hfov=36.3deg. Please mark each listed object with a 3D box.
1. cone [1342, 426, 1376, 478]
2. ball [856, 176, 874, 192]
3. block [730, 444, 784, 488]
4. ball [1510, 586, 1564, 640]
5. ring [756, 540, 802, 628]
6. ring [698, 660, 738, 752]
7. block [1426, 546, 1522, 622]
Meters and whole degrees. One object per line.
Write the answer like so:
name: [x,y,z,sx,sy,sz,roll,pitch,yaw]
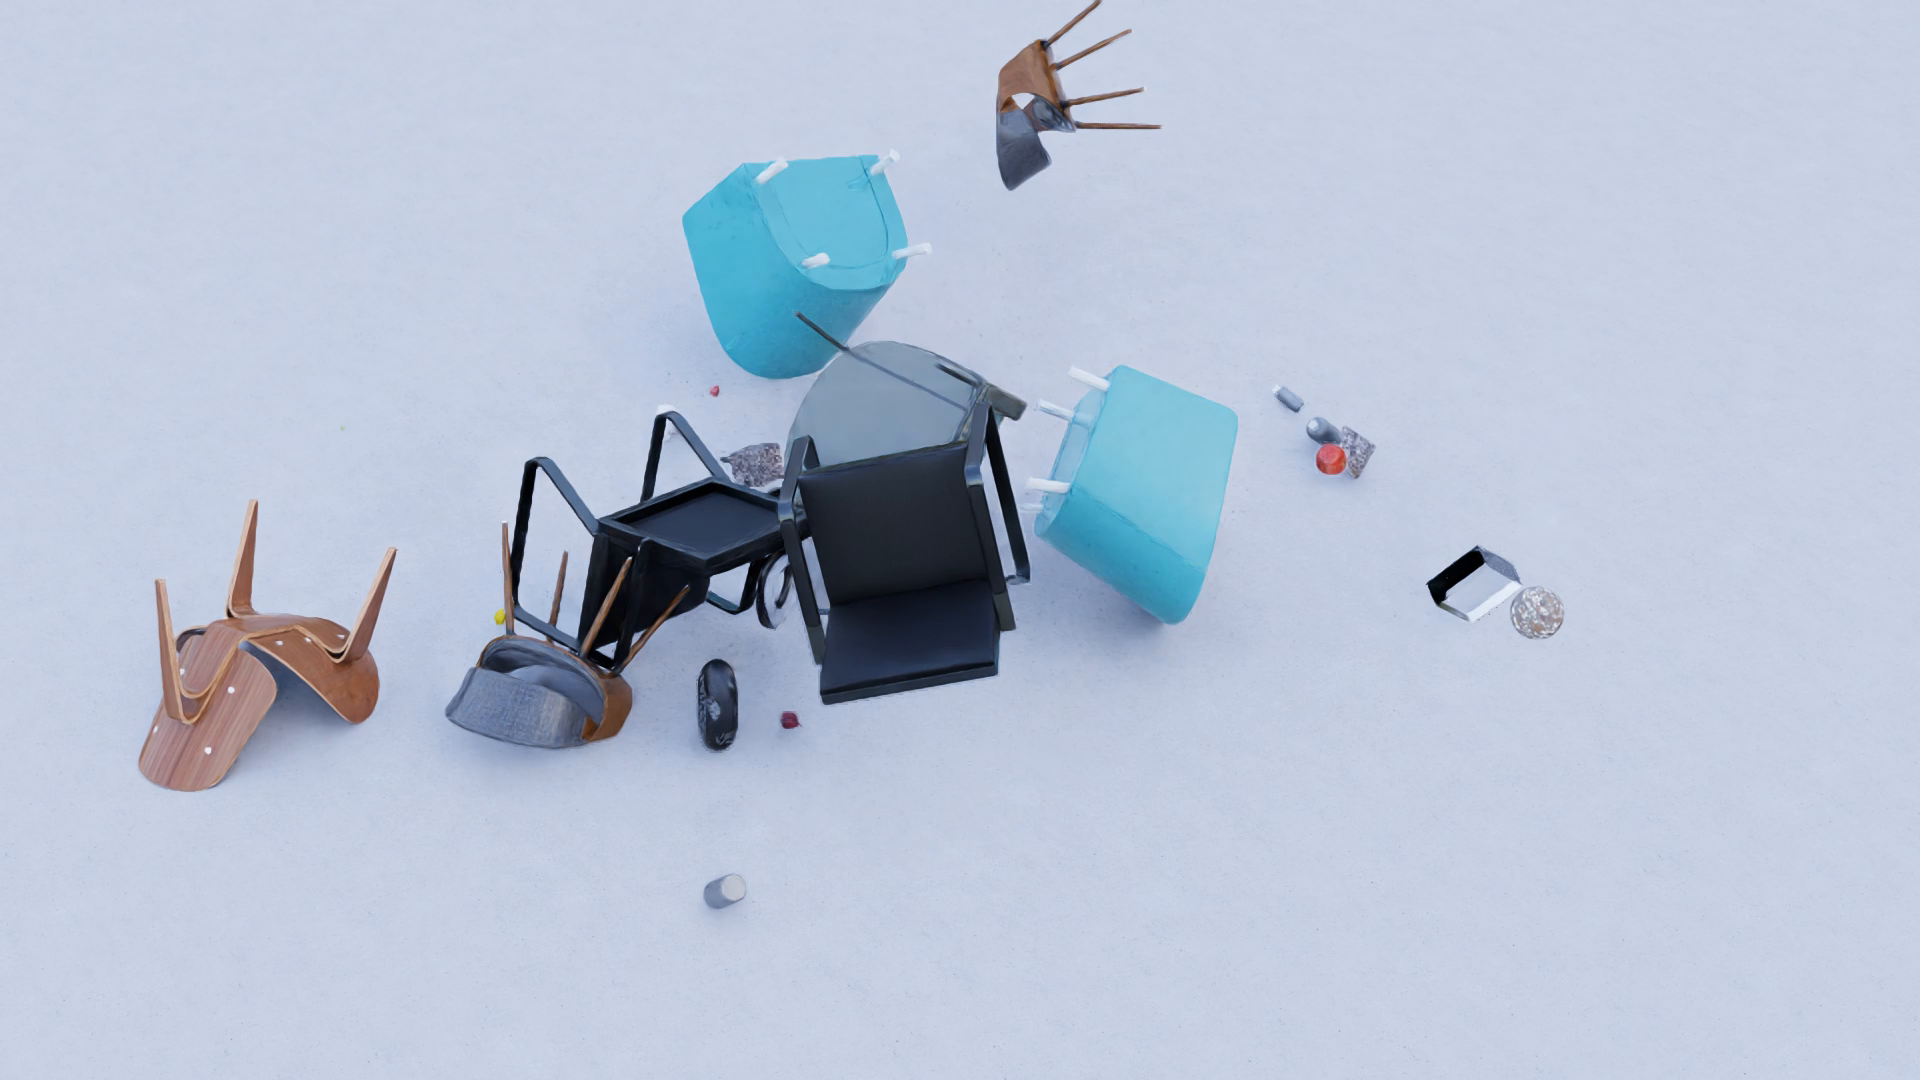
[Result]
cone: [1.552,-0.350,11.265,0.105,0.204,0.244,-14,17,23]
ball: [-0.391,-1.468,12.070,0.067,0.067,0.067,0,33,0]
block: [-0.724,-0.267,10.460,0.122,0.121,0.135,0,17,34]
ball: [1.954,0.245,9.923,0.182,0.182,0.182,0,33,0]
ring: [-0.642,0.159,10.373,0.053,0.363,0.258,23,41,24]
ring: [-0.806,0.550,9.757,0.104,0.375,0.262,-5,51,-14]
block: [1.823,0.158,10.390,0.224,0.236,0.105,23,37,-43]
